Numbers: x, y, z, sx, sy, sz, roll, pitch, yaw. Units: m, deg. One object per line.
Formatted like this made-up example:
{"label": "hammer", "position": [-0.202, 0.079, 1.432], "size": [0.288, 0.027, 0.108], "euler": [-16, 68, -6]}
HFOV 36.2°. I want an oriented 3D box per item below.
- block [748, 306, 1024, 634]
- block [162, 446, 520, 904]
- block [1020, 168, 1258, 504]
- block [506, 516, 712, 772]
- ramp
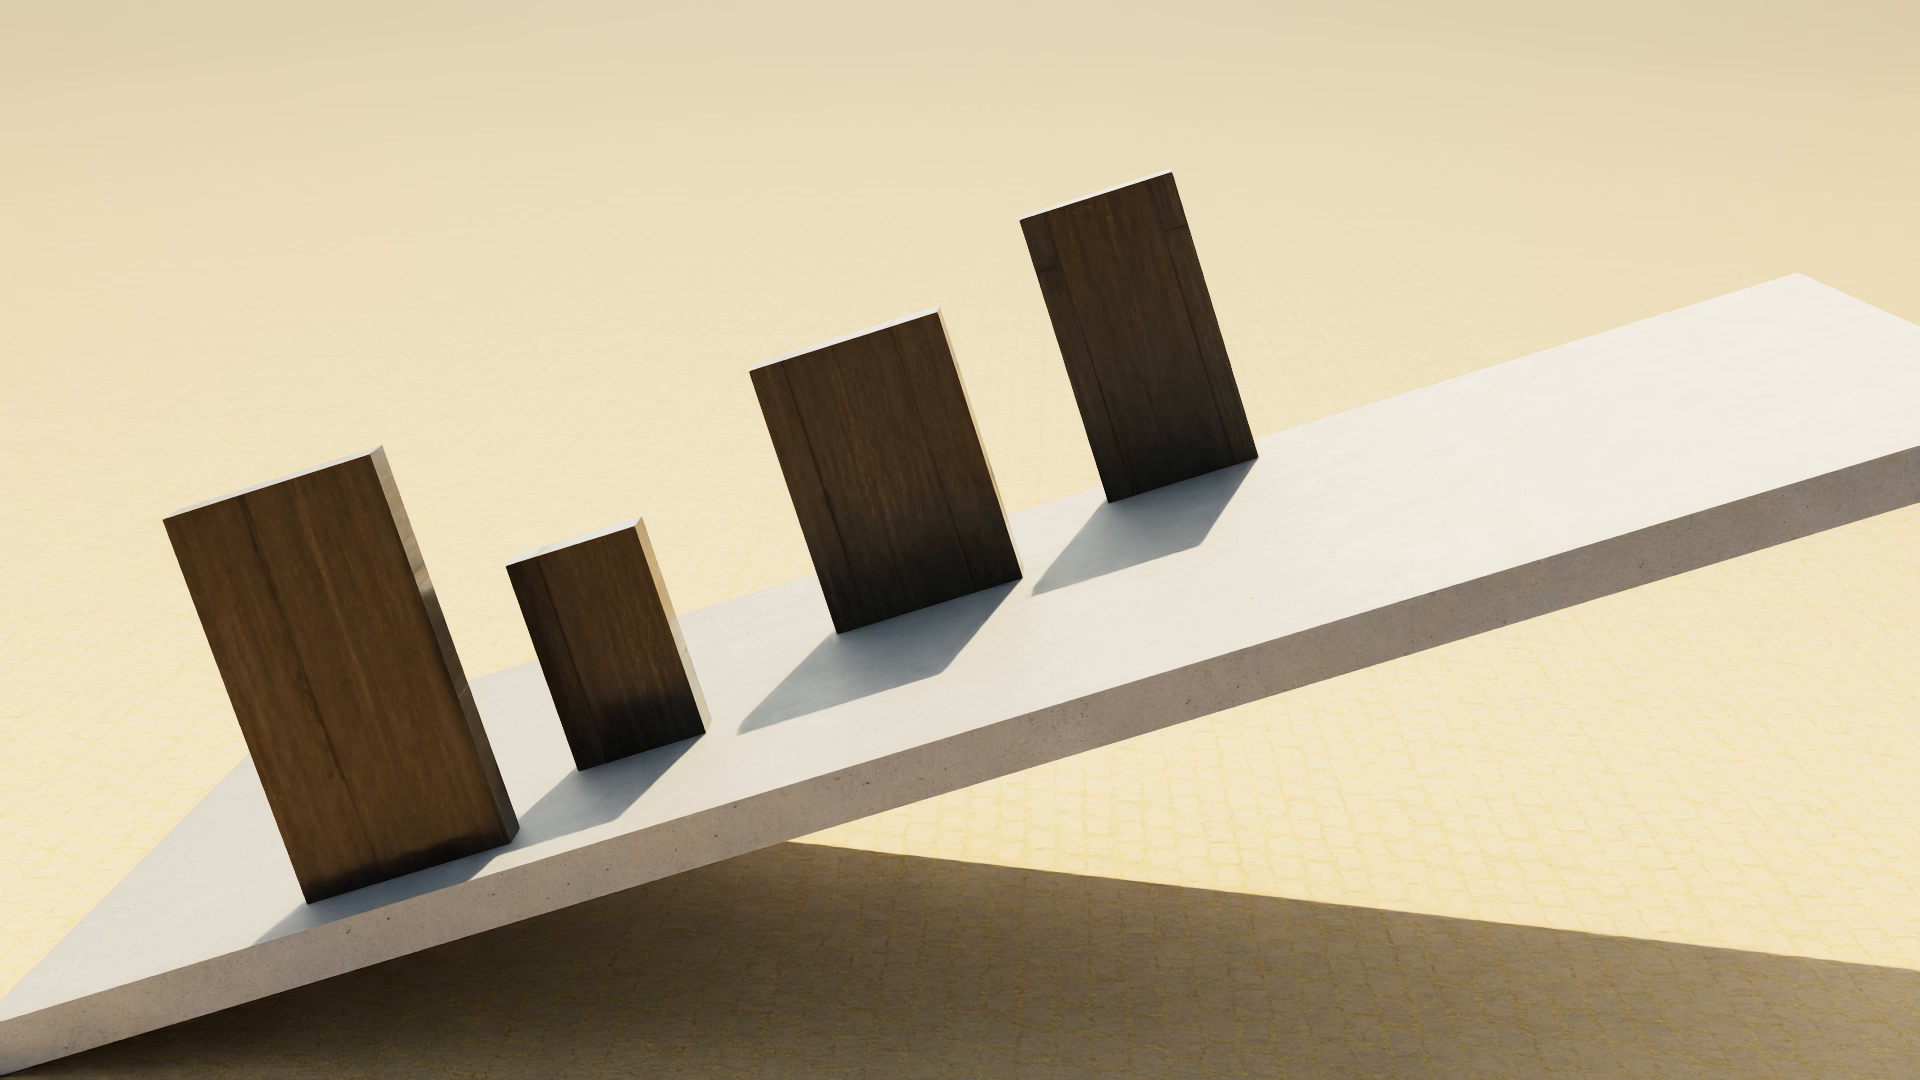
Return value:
{"label": "block", "position": [-0.159, -0.154, 6.507], "size": [0.433, 0.618, 0.117], "euler": [-17, 10, 5]}
{"label": "block", "position": [-1.170, 0.259, 5.592], "size": [0.416, 0.787, 0.102], "euler": [-17, 10, 5]}
{"label": "block", "position": [0.425, -0.482, 6.978], "size": [0.374, 0.708, 0.097], "euler": [-17, 10, 5]}
{"label": "block", "position": [-0.715, 0.212, 6.006], "size": [0.277, 0.450, 0.104], "euler": [-17, 10, 5]}
{"label": "ramp", "position": [0.100, 0.183, 6.312], "size": [4.000, 0.100, 2.000], "euler": [-17, 10, 5]}
